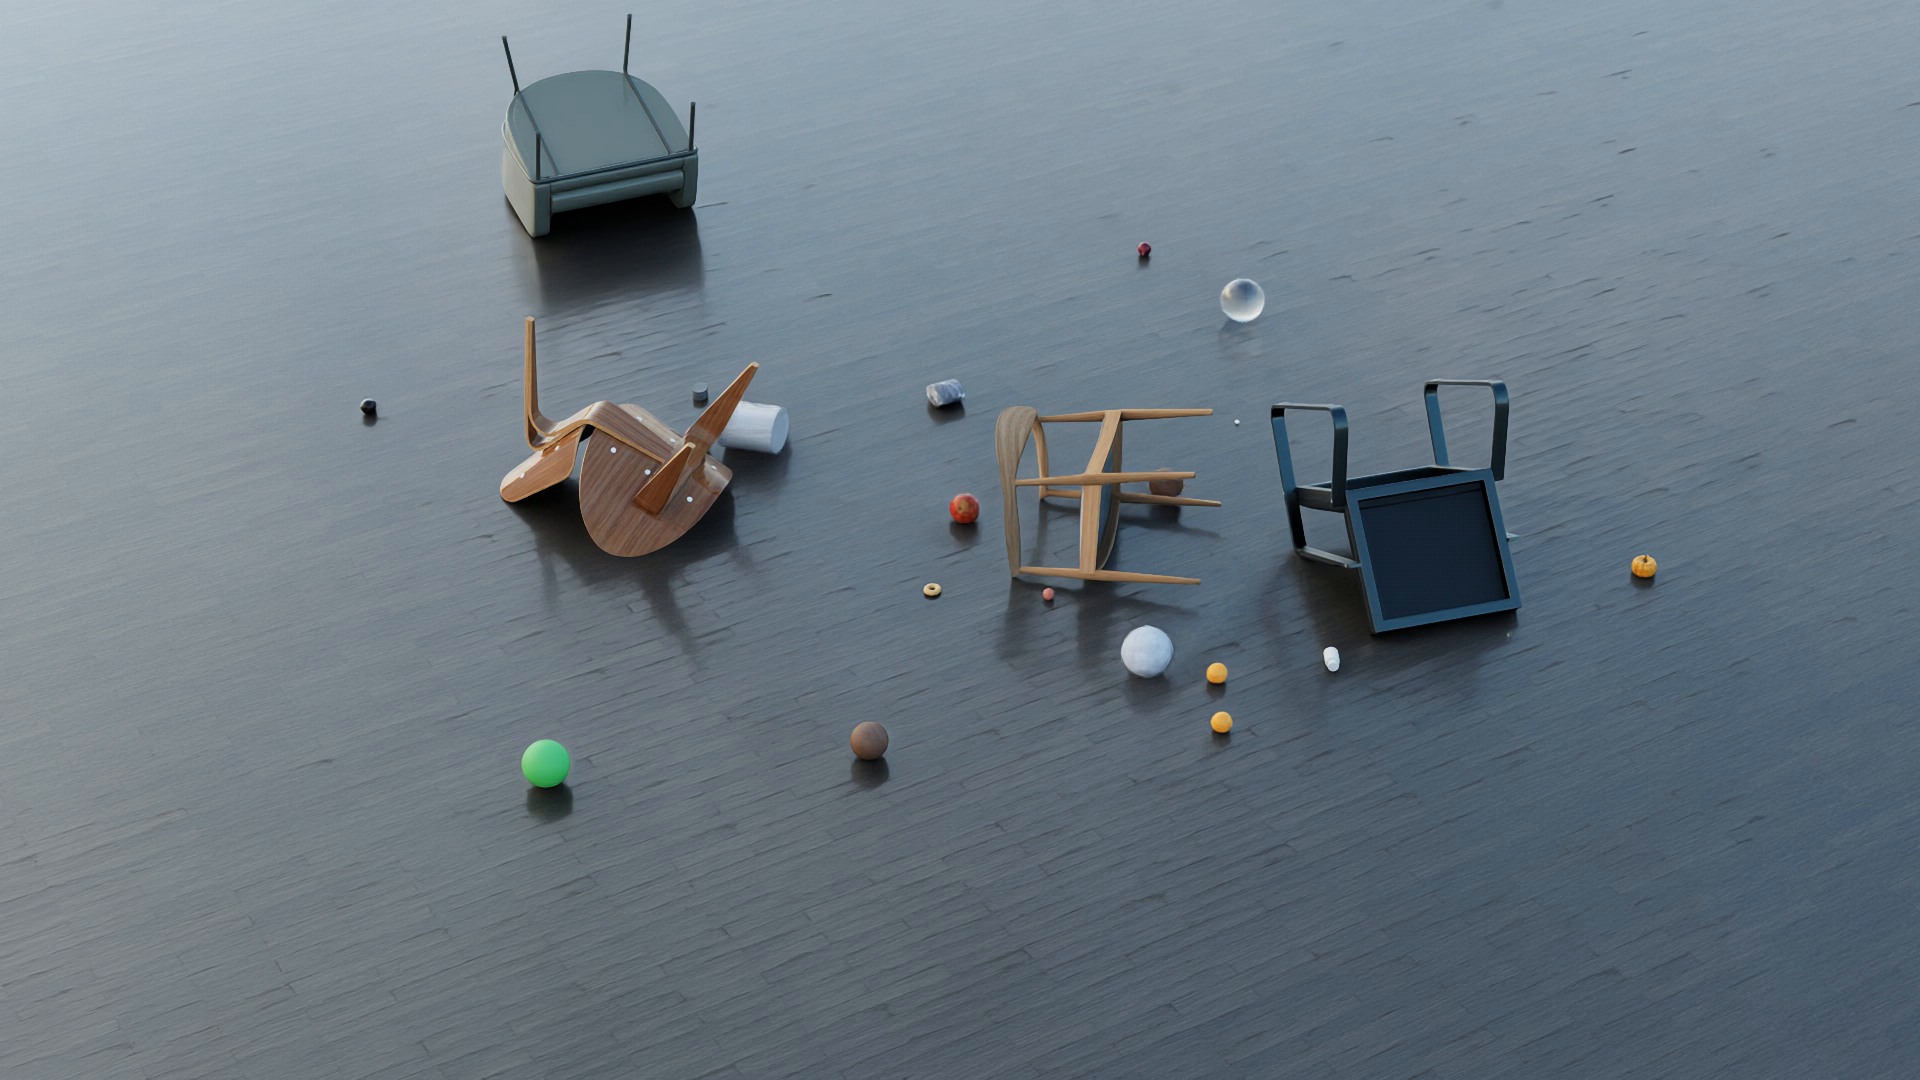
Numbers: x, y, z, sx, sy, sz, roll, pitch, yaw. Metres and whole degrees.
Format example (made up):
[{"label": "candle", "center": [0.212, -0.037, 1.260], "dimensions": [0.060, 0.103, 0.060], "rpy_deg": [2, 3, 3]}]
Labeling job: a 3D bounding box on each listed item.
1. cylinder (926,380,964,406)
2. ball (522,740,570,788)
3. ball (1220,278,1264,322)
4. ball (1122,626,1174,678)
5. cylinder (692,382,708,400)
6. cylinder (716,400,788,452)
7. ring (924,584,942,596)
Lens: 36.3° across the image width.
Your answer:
[{"label": "cylinder", "center": [-0.058, -0.590, 11.766], "dimensions": [0.111, 0.080, 0.121], "rpy_deg": [-16, 32, -23]}, {"label": "ball", "center": [-1.367, 0.738, 9.679], "dimensions": [0.160, 0.160, 0.160], "rpy_deg": [0, 33, 0]}, {"label": "ball", "center": [1.186, -1.005, 12.302], "dimensions": [0.184, 0.184, 0.184], "rpy_deg": [0, 33, 0]}, {"label": "ball", "center": [0.651, 0.388, 10.193], "dimensions": [0.179, 0.179, 0.179], "rpy_deg": [0, 33, 0]}, {"label": "cylinder", "center": [-1.048, -0.599, 11.819], "dimensions": [0.060, 0.038, 0.084], "rpy_deg": [4, 34, 6]}, {"label": "cylinder", "center": [-0.810, -0.445, 11.454], "dimensions": [0.224, 0.177, 0.235], "rpy_deg": [8, 18, 12]}, {"label": "ring", "center": [-0.100, 0.180, 10.653], "dimensions": [0.068, 0.021, 0.061], "rpy_deg": [-28, 43, -36]}]
